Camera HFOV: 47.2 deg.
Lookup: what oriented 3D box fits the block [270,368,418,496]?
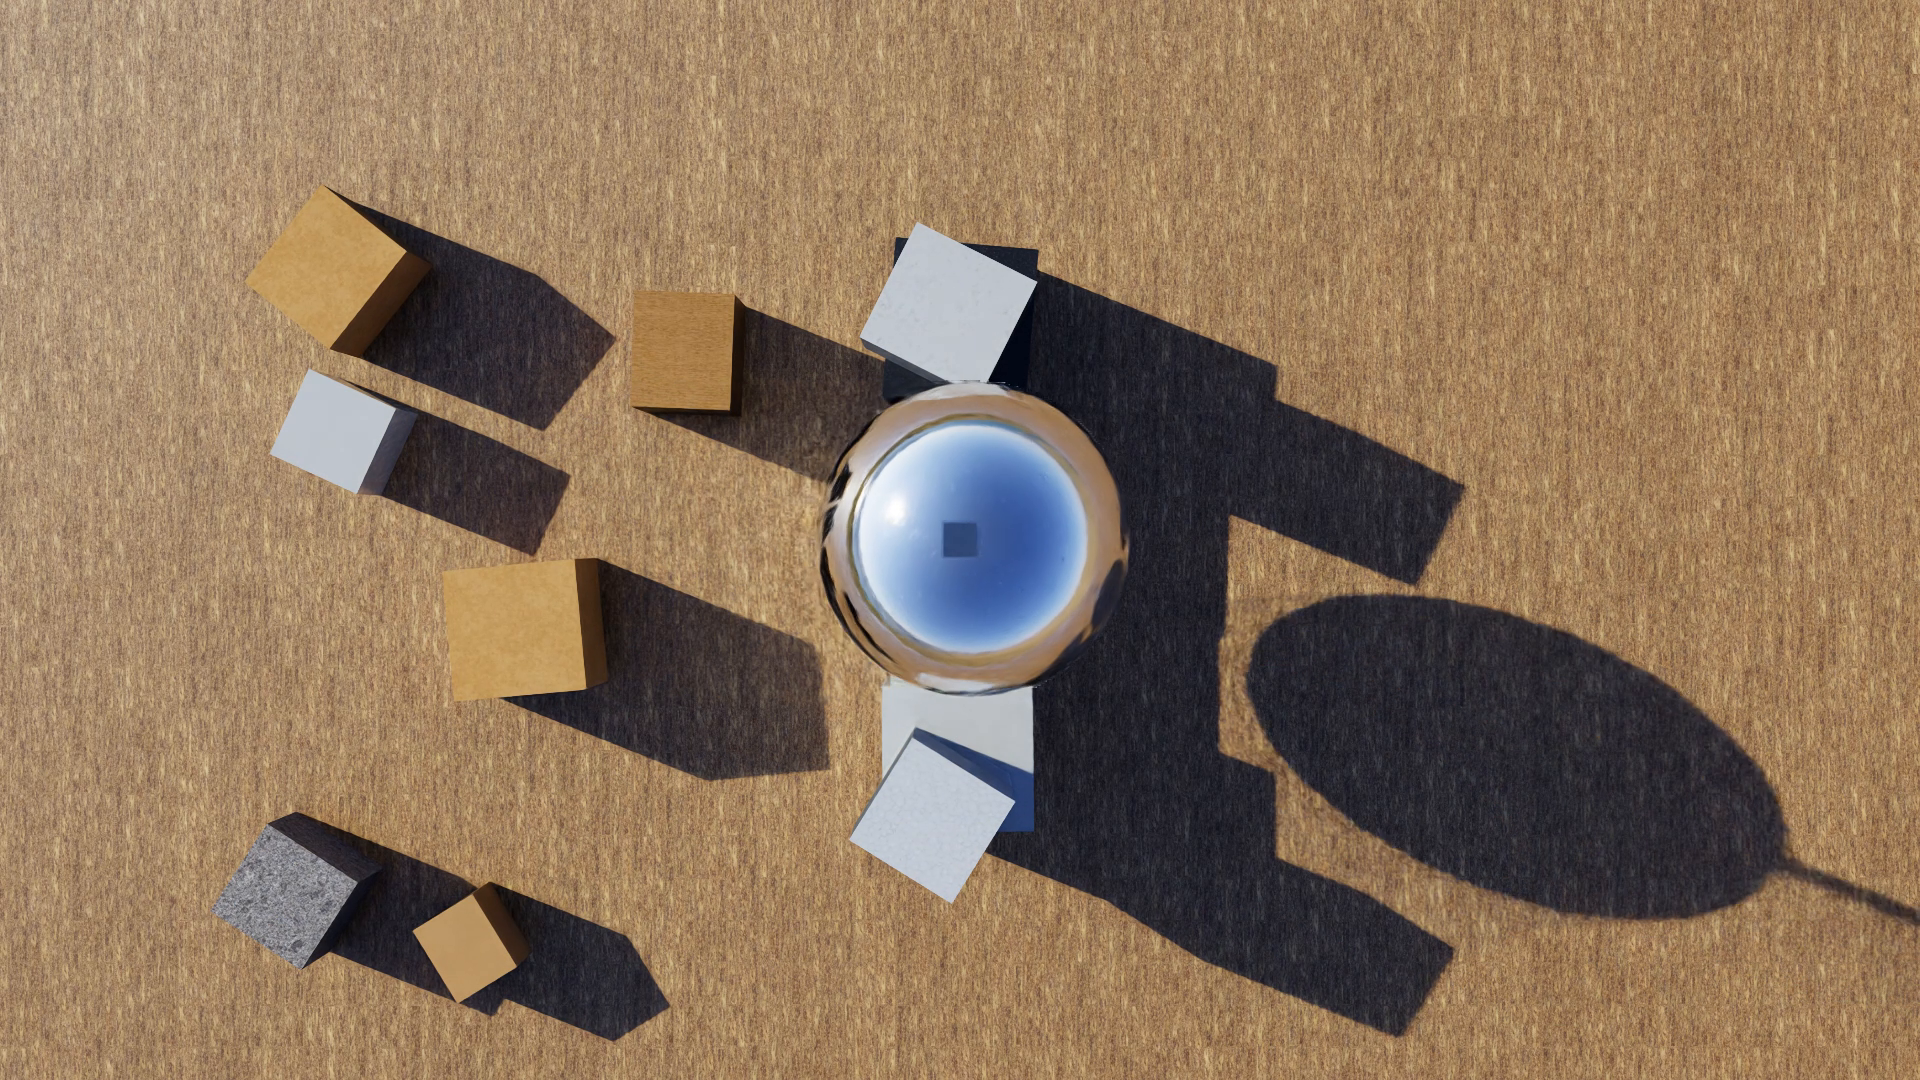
[{"bbox_3d":[-3.559,-0.616,12.739,0.544,0.523,0.532,25,90,0],"label":"block"}]

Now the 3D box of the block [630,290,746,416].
[{"bbox_3d":[-1.561,-1.068,12.683,0.563,0.635,0.653,2,90,0],"label":"block"}]

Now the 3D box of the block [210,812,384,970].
[{"bbox_3d":[-3.825,2.019,12.721,0.614,0.558,0.591,33,90,0],"label":"block"}]

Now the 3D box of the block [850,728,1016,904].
[{"bbox_3d":[-0.145,1.465,11.816,0.632,0.682,0.628,32,90,0],"label":"block"}]

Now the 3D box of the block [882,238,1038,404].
[{"bbox_3d":[0.002,-1.203,12.584,0.795,0.833,0.880,5,90,0],"label":"block"}]

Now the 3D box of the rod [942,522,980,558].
[{"bbox_3d":[0.029,0.000,7.744,0.080,5.200,0.080,0,90,1],"label":"rod"}]

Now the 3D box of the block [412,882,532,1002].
[{"bbox_3d":[-2.821,2.330,12.765,0.399,0.469,0.487,-32,90,0],"label":"block"}]

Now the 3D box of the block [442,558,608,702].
[{"bbox_3d":[-2.482,0.503,12.621,0.739,0.757,0.729,-5,90,0],"label":"block"}]

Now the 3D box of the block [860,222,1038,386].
[{"bbox_3d":[-0.061,-1.206,11.838,0.703,0.659,0.674,27,90,0],"label":"block"}]

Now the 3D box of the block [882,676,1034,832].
[{"bbox_3d":[-0.012,1.210,12.578,0.834,0.843,0.810,-1,90,0],"label":"block"}]

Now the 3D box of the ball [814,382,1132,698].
[{"bbox_3d":[0.066,0.000,11.144,1.600,1.600,1.600,0,90,0],"label":"ball"}]

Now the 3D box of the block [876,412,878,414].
[{"bbox_3d":[-0.083,-0.320,12.636,0.801,0.728,0.768,2,90,0],"label":"block"}]

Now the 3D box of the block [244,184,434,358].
[{"bbox_3d":[-3.571,-1.539,12.686,0.611,0.628,0.703,38,90,0],"label":"block"}]

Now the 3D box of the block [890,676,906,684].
[{"bbox_3d":[-0.043,0.445,12.648,0.701,0.705,0.720,-1,90,0],"label":"block"}]
